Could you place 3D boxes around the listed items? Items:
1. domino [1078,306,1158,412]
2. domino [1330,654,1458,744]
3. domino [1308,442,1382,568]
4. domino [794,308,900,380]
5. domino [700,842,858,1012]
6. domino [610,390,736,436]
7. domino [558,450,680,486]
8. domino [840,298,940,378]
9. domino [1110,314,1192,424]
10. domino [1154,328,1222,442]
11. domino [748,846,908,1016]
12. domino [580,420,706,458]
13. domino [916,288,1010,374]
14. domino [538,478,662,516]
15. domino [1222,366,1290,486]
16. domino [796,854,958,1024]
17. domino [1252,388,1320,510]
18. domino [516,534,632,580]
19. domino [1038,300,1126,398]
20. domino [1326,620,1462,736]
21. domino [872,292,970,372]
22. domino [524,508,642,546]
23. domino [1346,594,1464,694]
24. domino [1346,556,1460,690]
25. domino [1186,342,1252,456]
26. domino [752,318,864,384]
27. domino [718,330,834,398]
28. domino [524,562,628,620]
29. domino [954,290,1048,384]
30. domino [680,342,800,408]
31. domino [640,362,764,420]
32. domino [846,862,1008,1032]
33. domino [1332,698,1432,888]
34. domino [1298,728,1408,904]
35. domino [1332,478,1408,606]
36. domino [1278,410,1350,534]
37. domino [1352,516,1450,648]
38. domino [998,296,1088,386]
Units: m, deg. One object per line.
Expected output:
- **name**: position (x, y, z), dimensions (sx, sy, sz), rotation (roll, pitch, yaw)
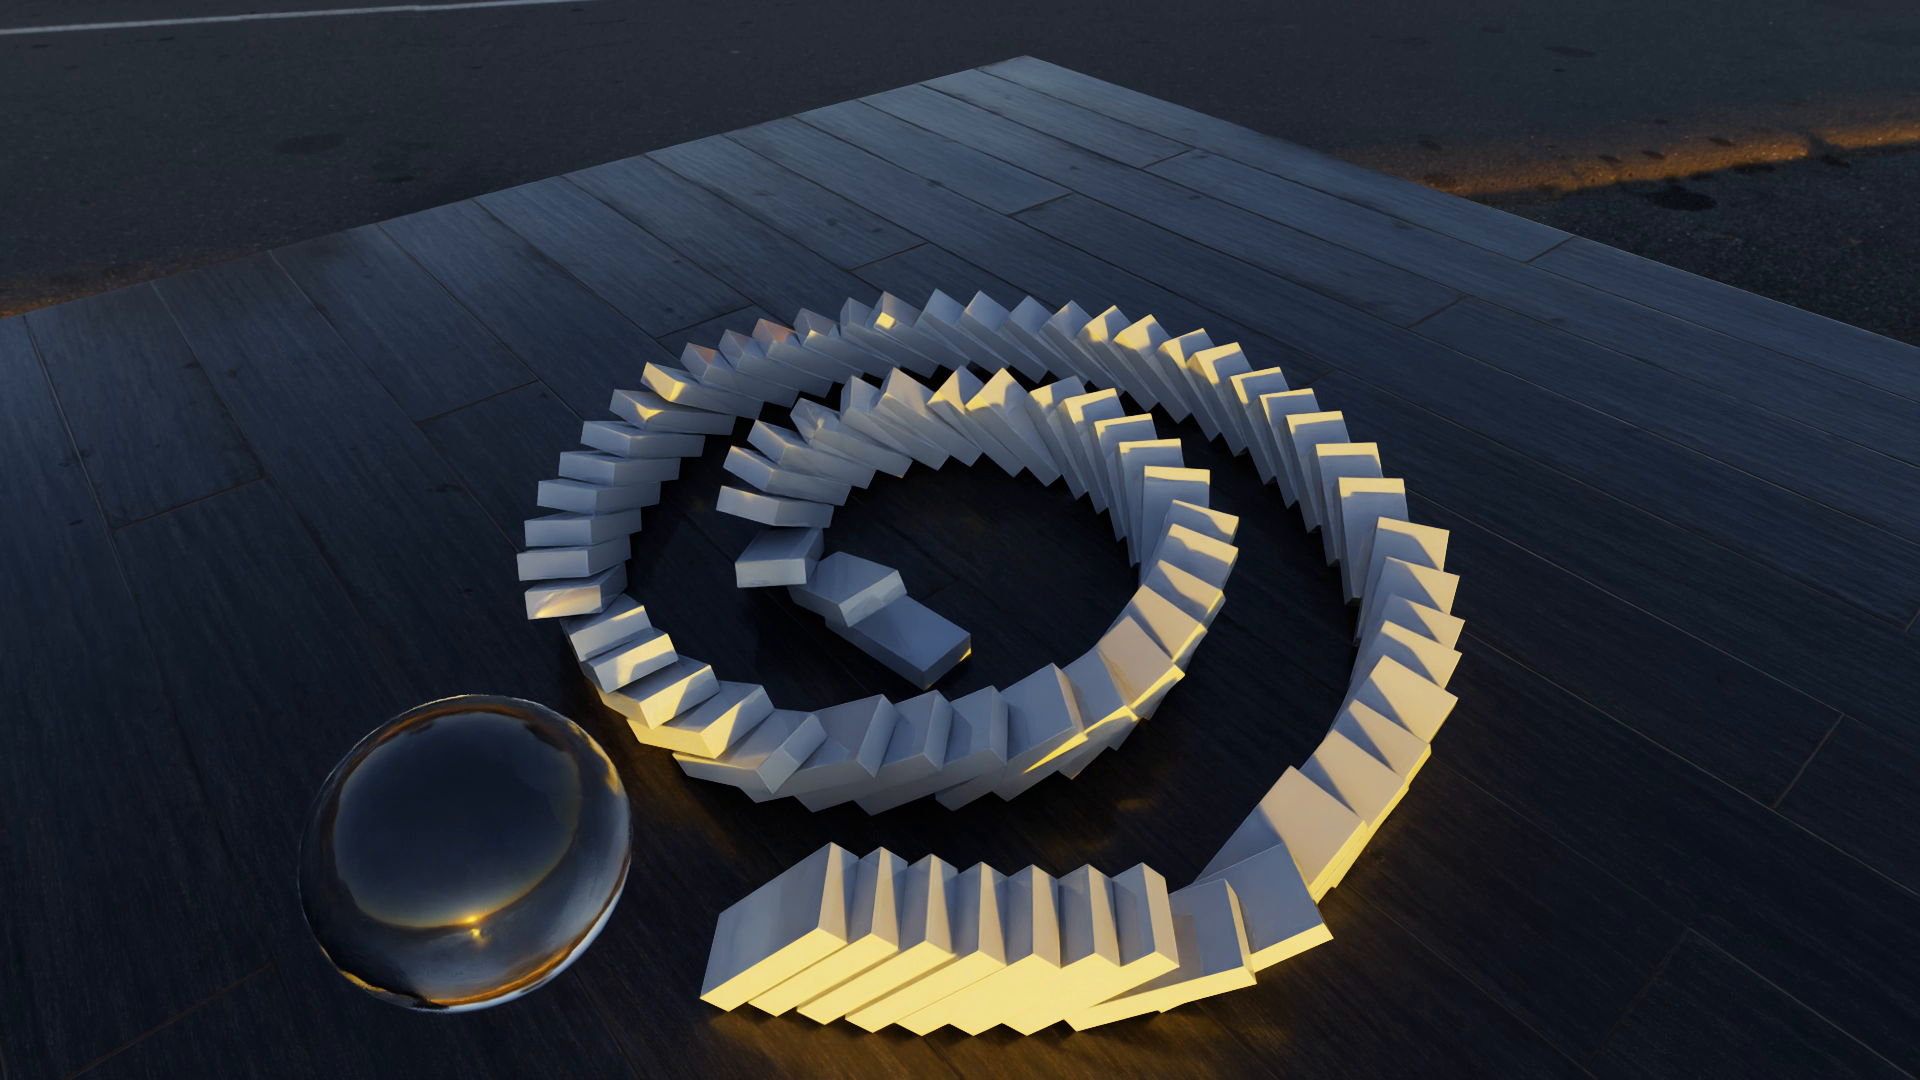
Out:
- **domino**: position (0.082, -0.088, 0.530), dimensions (0.050, 0.010, 0.025), rotation (48, 52, 3)
- **domino**: position (0.130, 0.064, 0.345), dimensions (0.025, 0.009, 0.050), rotation (33, 81, 27)
- **domino**: position (0.158, -0.014, 0.443), dimensions (0.025, 0.010, 0.050), rotation (-1, 69, -3)
- **domino**: position (-0.055, -0.095, 0.540), dimensions (0.050, 0.010, 0.025), rotation (18, 28, -31)
- **domino**: position (-0.048, 0.103, 0.292), dimensions (0.009, 0.050, 0.025), rotation (37, 32, -24)
- **domino**: position (-0.129, -0.057, 0.495), dimensions (0.025, 0.009, 0.050), rotation (29, 19, 31)
- **domino**: position (-0.142, -0.031, 0.462), dimensions (0.025, 0.010, 0.050), rotation (12, 10, 15)
- **domino**: position (-0.035, -0.100, 0.547), dimensions (0.050, 0.009, 0.025), rotation (22, 33, -23)
- **domino**: position (0.097, -0.082, 0.522), dimensions (0.025, 0.010, 0.050), rotation (-34, 83, -37)
- **domino**: position (0.115, -0.073, 0.513), dimensions (0.025, 0.010, 0.050), rotation (-23, 76, -26)
- **domino**: position (-0.035, 0.104, 0.291), dimensions (0.009, 0.050, 0.025), rotation (37, 32, -24)
- **domino**: position (-0.137, -0.044, 0.478), dimensions (0.025, 0.010, 0.050), rotation (18, 12, 21)
- **domino**: position (0.004, -0.103, 0.550), dimensions (0.050, 0.009, 0.025), rotation (32, 38, -9)
- **domino**: position (-0.146, -0.019, 0.447), dimensions (0.025, 0.010, 0.050), rotation (9, 9, 12)
- **domino**: position (0.138, -0.051, 0.487), dimensions (0.025, 0.009, 0.050), rotation (-13, 71, -15)
- **domino**: position (-0.022, 0.105, 0.289), dimensions (0.009, 0.050, 0.025), rotation (37, 32, -24)
- **domino**: position (0.146, -0.040, 0.473), dimensions (0.025, 0.009, 0.050), rotation (-9, 70, -12)
- **domino**: position (-0.144, 0.006, 0.415), dimensions (0.025, 0.010, 0.050), rotation (-3, 7, 1)
- **domino**: position (0.065, -0.092, 0.537), dimensions (0.050, 0.010, 0.025), rotation (43, 49, 2)
- **domino**: position (0.139, 0.054, 0.357), dimensions (0.025, 0.009, 0.050), rotation (26, 78, 25)
- **domino**: position (-0.019, -0.103, 0.548), dimensions (0.050, 0.009, 0.025), rotation (26, 32, -19)
- **domino**: position (-0.146, -0.005, 0.429), dimensions (0.025, 0.009, 0.050), rotation (-1, 7, 5)
- **domino**: position (0.148, 0.045, 0.371), dimensions (0.025, 0.010, 0.050), rotation (22, 71, 25)
- **domino**: position (0.156, 0.033, 0.388), dimensions (0.025, 0.010, 0.050), rotation (17, 68, 20)
- **domino**: position (0.126, -0.065, 0.502), dimensions (0.025, 0.009, 0.050), rotation (-17, 73, -24)
- **domino**: position (-0.074, -0.090, 0.533), dimensions (0.050, 0.010, 0.025), rotation (15, 25, -36)
- **domino**: position (-0.088, -0.084, 0.526), dimensions (0.050, 0.010, 0.025), rotation (13, 26, -40)
- **domino**: position (-0.139, 0.018, 0.402), dimensions (0.025, 0.009, 0.050), rotation (-5, 9, -6)
- **domino**: position (0.024, -0.101, 0.548), dimensions (0.050, 0.010, 0.025), rotation (35, 40, -5)
- **domino**: position (-0.103, -0.077, 0.517), dimensions (0.050, 0.009, 0.025), rotation (11, 25, -43)
- **domino**: position (-0.118, -0.068, 0.505), dimensions (0.025, 0.010, 0.050), rotation (32, 16, 36)
- **domino**: position (-0.009, 0.107, 0.287), dimensions (0.009, 0.050, 0.025), rotation (37, 32, -24)
- **domino**: position (0.116, 0.076, 0.331), dimensions (0.025, 0.009, 0.050), rotation (34, 81, 34)
- **domino**: position (0.104, 0.083, 0.321), dimensions (0.050, 0.010, 0.025), rotation (-49, 55, -5)
- **domino**: position (0.160, 0.001, 0.425), dimensions (0.025, 0.010, 0.050), rotation (1, 67, 1)
- **domino**: position (0.152, -0.029, 0.459), dimensions (0.025, 0.009, 0.050), rotation (-5, 69, -10)
- **domino**: position (0.163, 0.018, 0.405), dimensions (0.025, 0.009, 0.050), rotation (13, 67, 15)
- **domino**: position (0.046, -0.097, 0.543), dimensions (0.050, 0.009, 0.025), rotation (39, 46, -1)
